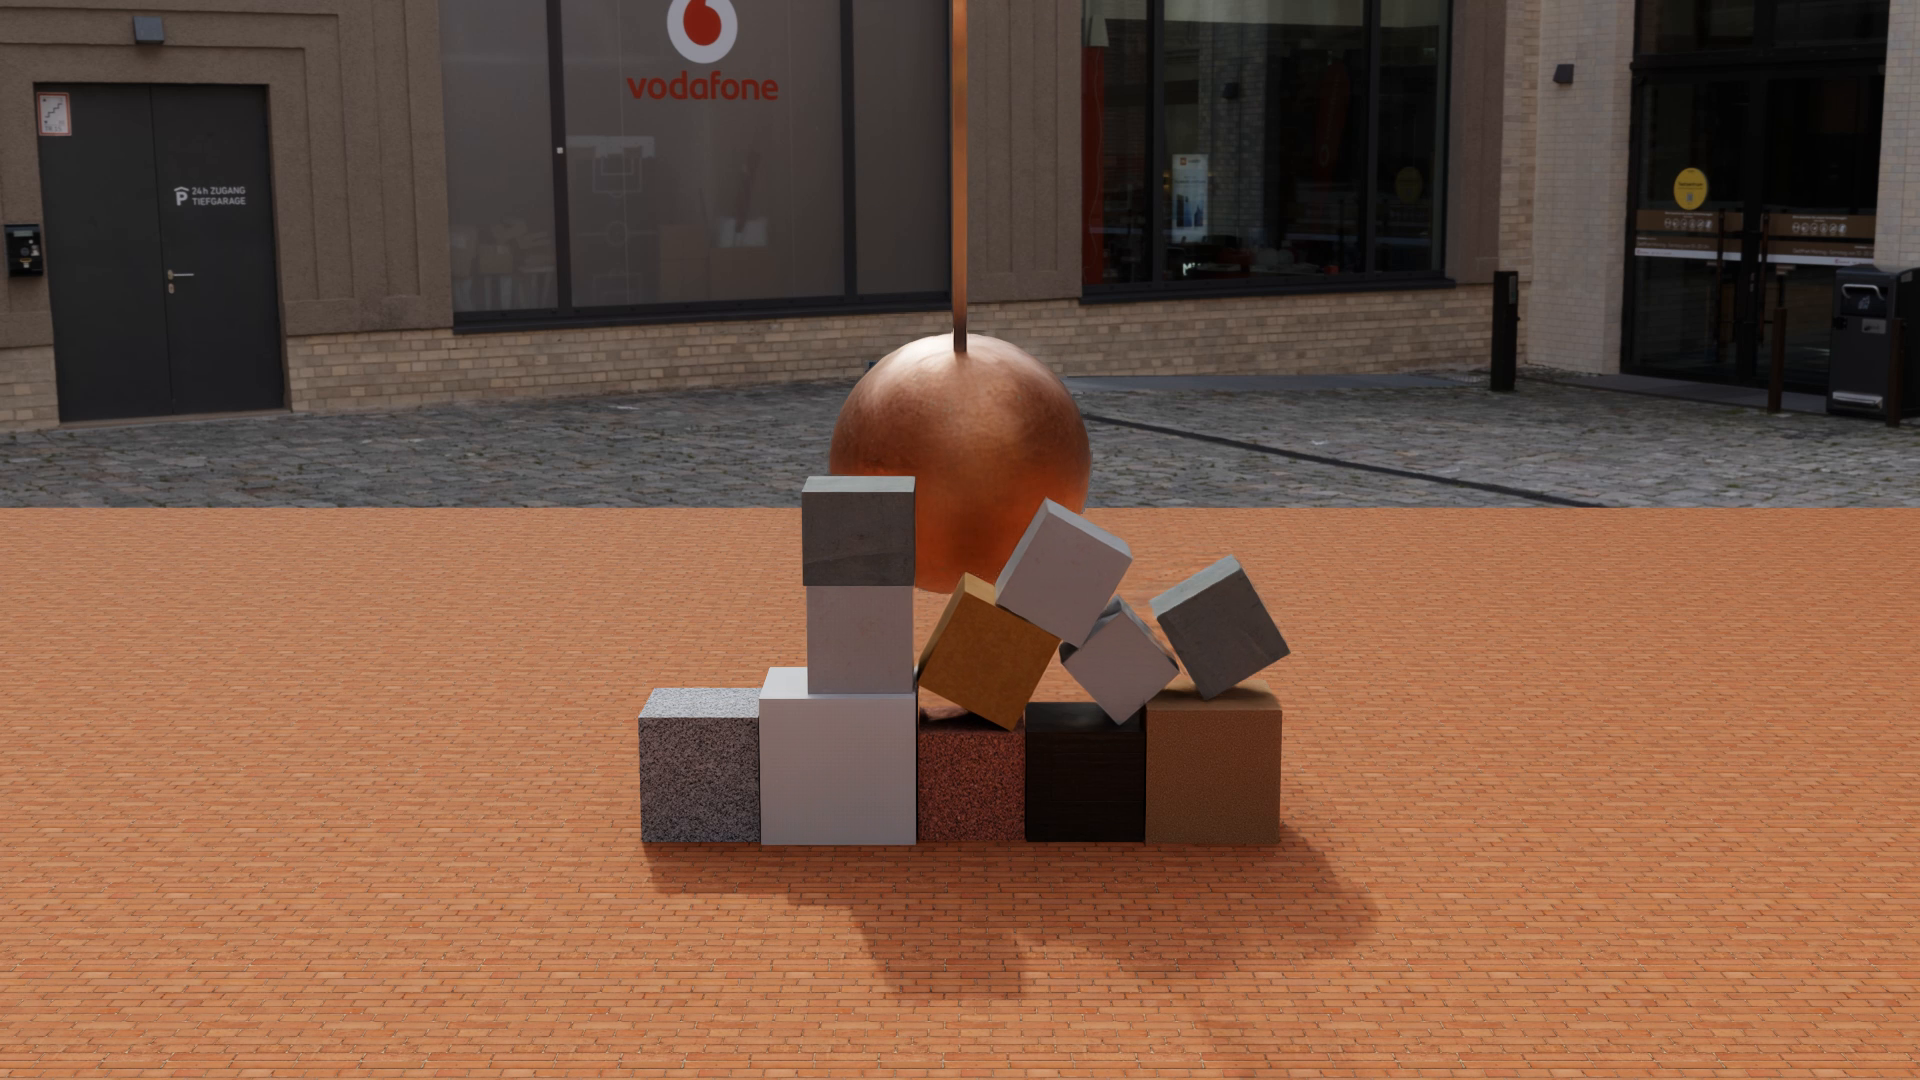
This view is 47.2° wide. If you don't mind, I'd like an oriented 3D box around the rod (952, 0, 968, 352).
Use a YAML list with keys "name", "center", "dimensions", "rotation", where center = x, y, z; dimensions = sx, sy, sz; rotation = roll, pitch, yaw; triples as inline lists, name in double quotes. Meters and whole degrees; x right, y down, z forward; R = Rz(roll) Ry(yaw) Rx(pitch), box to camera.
- name: "rod"
  center: [0.000, -3.319, 11.588]
  dimensions: [0.080, 5.200, 0.080]
  rotation: [0, 33, 0]

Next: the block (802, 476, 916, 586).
- name: "block"
  center: [-0.508, -0.051, 11.190]
  dimensions: [0.556, 0.475, 0.518]
  rotation: [0, 10, 0]

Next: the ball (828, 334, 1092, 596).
- name: "ball"
  center: [0.000, -0.461, 13.429]
  dimensions: [1.600, 1.600, 1.600]
  rotation: [0, 10, 0]

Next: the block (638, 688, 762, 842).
- name: "block"
  center: [-1.314, 1.156, 11.383]
  dimensions: [0.600, 0.652, 0.604]
  rotation: [0, 10, 0]

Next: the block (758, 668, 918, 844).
- name: "block"
  center: [-0.613, 1.105, 11.362]
  dimensions: [0.782, 0.760, 0.667]
  rotation: [0, 10, 0]

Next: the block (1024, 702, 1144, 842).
- name: "block"
  center: [0.633, 1.194, 11.387]
  dimensions: [0.591, 0.576, 0.592]
  rotation: [0, 10, 0]

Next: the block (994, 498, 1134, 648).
- name: "block"
  center: [0.522, 0.162, 11.219]
  dimensions: [0.488, 0.530, 0.462]
  rotation: [29, 9, -5]

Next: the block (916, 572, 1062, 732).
- name: "block"
  center: [0.144, 0.566, 11.294]
  dimensions: [0.544, 0.534, 0.514]
  rotation: [27, 9, -5]

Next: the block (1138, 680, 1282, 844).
- name: "block"
  center: [1.276, 1.136, 11.374]
  dimensions: [0.675, 0.694, 0.637]
  rotation: [0, 10, 0]

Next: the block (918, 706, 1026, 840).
- name: "block"
  center: [0.058, 1.203, 11.380]
  dimensions: [0.539, 0.561, 0.528]
  rotation: [0, 10, 0]

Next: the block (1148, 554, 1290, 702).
- name: "block"
  center: [1.328, 0.444, 11.297]
  dimensions: [0.497, 0.505, 0.432]
  rotation: [-30, 8, 5]

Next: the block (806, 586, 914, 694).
- name: "block"
  center: [-0.503, 0.461, 11.244]
  dimensions: [0.527, 0.550, 0.474]
  rotation: [0, 10, 0]

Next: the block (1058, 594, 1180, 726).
- name: "block"
  center: [0.813, 0.611, 11.303]
  dimensions: [0.414, 0.438, 0.428]
  rotation: [-42, 7, 7]
